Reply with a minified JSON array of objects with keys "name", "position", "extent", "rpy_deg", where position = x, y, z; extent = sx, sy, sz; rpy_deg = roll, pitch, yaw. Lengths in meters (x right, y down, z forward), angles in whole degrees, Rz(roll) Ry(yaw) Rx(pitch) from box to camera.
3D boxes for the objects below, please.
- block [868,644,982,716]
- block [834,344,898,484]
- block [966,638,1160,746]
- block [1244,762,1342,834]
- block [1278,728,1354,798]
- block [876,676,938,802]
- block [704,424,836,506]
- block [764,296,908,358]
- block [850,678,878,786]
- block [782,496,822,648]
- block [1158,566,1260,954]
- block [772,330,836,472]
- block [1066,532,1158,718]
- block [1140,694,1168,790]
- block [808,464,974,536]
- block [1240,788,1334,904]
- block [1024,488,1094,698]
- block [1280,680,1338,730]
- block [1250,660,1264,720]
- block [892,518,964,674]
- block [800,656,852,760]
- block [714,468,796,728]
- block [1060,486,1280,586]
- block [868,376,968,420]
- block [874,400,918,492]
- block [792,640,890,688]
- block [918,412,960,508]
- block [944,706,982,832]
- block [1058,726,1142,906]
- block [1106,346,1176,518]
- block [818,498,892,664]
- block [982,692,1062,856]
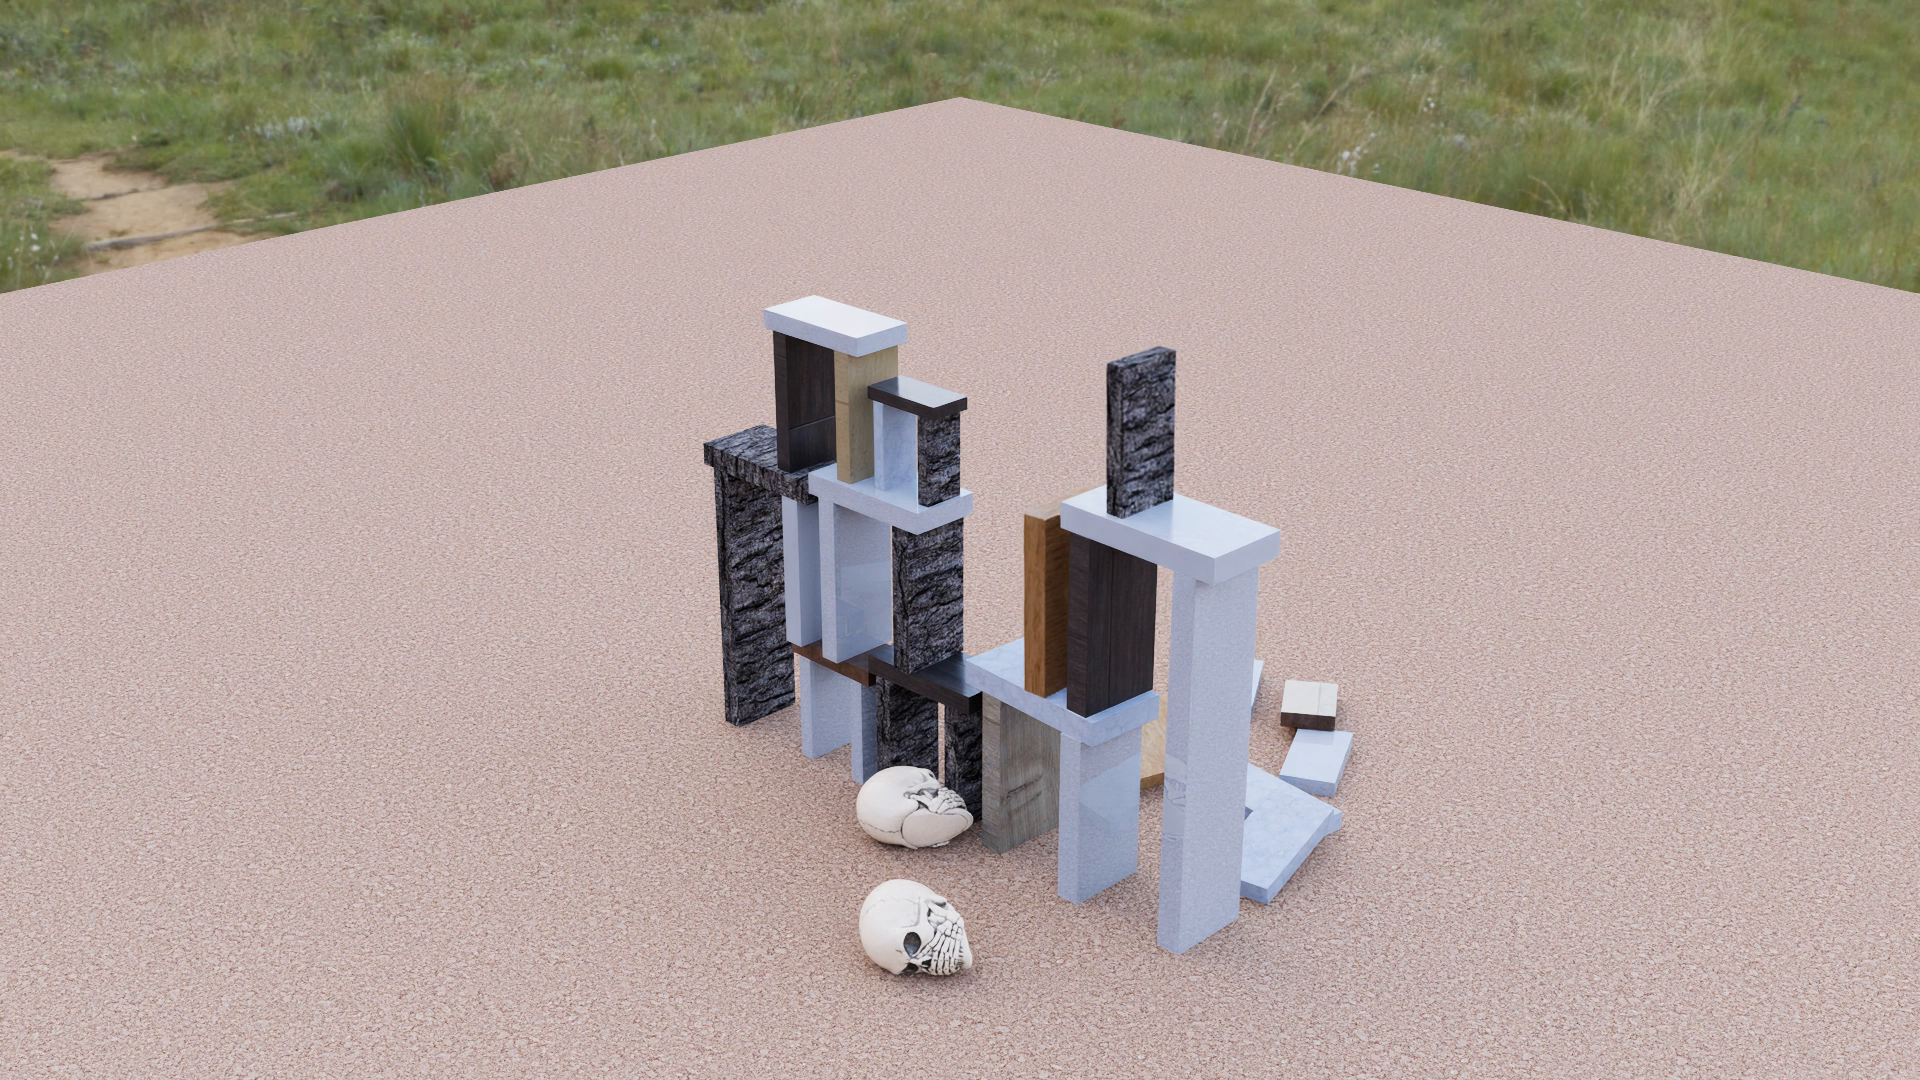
[{"name":"block","position":[-0.037,0.265,4.380],"extent":[0.275,0.039,0.138],"rpy_deg":[20,30,39]},{"name":"block","position":[-0.182,-0.256,4.316],"extent":[0.038,0.268,0.134],"rpy_deg":[21,31,40]},{"name":"block","position":[0.190,0.280,4.150],"extent":[0.173,0.049,0.347],"rpy_deg":[-19,29,-37]},{"name":"block","position":[0.625,0.535,4.451],"extent":[0.135,0.038,0.270],"rpy_deg":[-17,29,-35]},{"name":"block","position":[0.750,0.463,4.627],"extent":[0.115,0.033,0.230],"rpy_deg":[7,24,17]},{"name":"block","position":[-0.107,0.386,4.499],"extent":[0.039,0.275,0.138],"rpy_deg":[21,31,40]},{"name":"block","position":[-0.364,-0.158,4.551],"extent":[0.163,0.046,0.326],"rpy_deg":[-22,31,-40]},{"name":"block","position":[-0.245,-0.421,4.313],"extent":[0.268,0.038,0.134],"rpy_deg":[21,31,40]},{"name":"block","position":[-0.171,0.380,4.564],"extent":[0.033,0.236,0.118],"rpy_deg":[21,31,41]},{"name":"block","position":[-0.287,0.043,4.553],"extent":[0.046,0.326,0.163],"rpy_deg":[21,31,41]},{"name":"block","position":[0.440,0.379,3.913],"extent":[0.175,0.747,0.050],"rpy_deg":[-21,31,-41]},{"name":"block","position":[-0.309,-0.293,4.436],"extent":[0.038,0.293,0.134],"rpy_deg":[22,31,41]},{"name":"block","position":[0.277,0.132,3.988],"extent":[0.175,0.351,0.050],"rpy_deg":[-19,29,-38]},{"name":"block","position":[0.374,0.429,4.586],"extent":[0.354,0.050,0.177],"rpy_deg":[-12,54,-26]},{"name":"block","position":[-0.138,-0.093,4.331],"extent":[0.308,0.044,0.154],"rpy_deg":[21,31,40]},{"name":"block","position":[0.601,0.591,4.257],"extent":[0.135,0.038,0.270],"rpy_deg":[16,38,33]},{"name":"block","position":[0.195,0.097,4.066],"extent":[0.050,0.354,0.177],"rpy_deg":[18,29,39]},{"name":"block","position":[0.766,0.361,4.822],"extent":[0.115,0.033,0.230],"rpy_deg":[4,14,10]},{"name":"block","position":[0.611,0.330,4.942],"extent":[0.115,0.033,0.230],"rpy_deg":[5,24,12]},{"name":"block","position":[-0.062,0.097,4.334],"extent":[0.044,0.308,0.154],"rpy_deg":[21,31,40]},{"name":"block","position":[-0.282,0.336,4.667],"extent":[0.118,0.236,0.033],"rpy_deg":[-21,31,-41]},{"name":"block","position":[-0.441,0.107,4.747],"extent":[0.046,0.595,0.163],"rpy_deg":[21,31,41]},{"name":"block","position":[0.364,-0.019,3.831],"extent":[0.175,0.050,0.351],"rpy_deg":[-21,31,-40]},{"name":"block","position":[-0.082,-0.272,4.202],"extent":[0.181,0.026,0.090],"rpy_deg":[21,31,40]},{"name":"block","position":[-0.126,-0.194,4.281],"extent":[0.026,0.181,0.090],"rpy_deg":[21,31,40]},{"name":"block","position":[-0.227,0.234,4.563],"extent":[0.236,0.033,0.118],"rpy_deg":[21,31,41]},{"name":"block","position":[-0.040,-0.161,4.204],"extent":[0.026,0.181,0.090],"rpy_deg":[20,30,39]},{"name":"block","position":[0.032,0.431,4.392],"extent":[0.138,0.275,0.039],"rpy_deg":[-21,31,-40]},{"name":"block","position":[0.264,0.498,4.145],"extent":[0.173,0.347,0.049],"rpy_deg":[-21,31,-41]},{"name":"block","position":[0.314,-0.187,3.811],"extent":[0.135,0.273,0.038],"rpy_deg":[-21,29,-40]},{"name":"block","position":[-0.211,0.062,4.474],"extent":[0.154,0.353,0.044],"rpy_deg":[-21,31,-41]},{"name":"block","position":[0.124,0.428,4.309],"extent":[0.173,0.346,0.049],"rpy_deg":[-19,30,-38]}]
